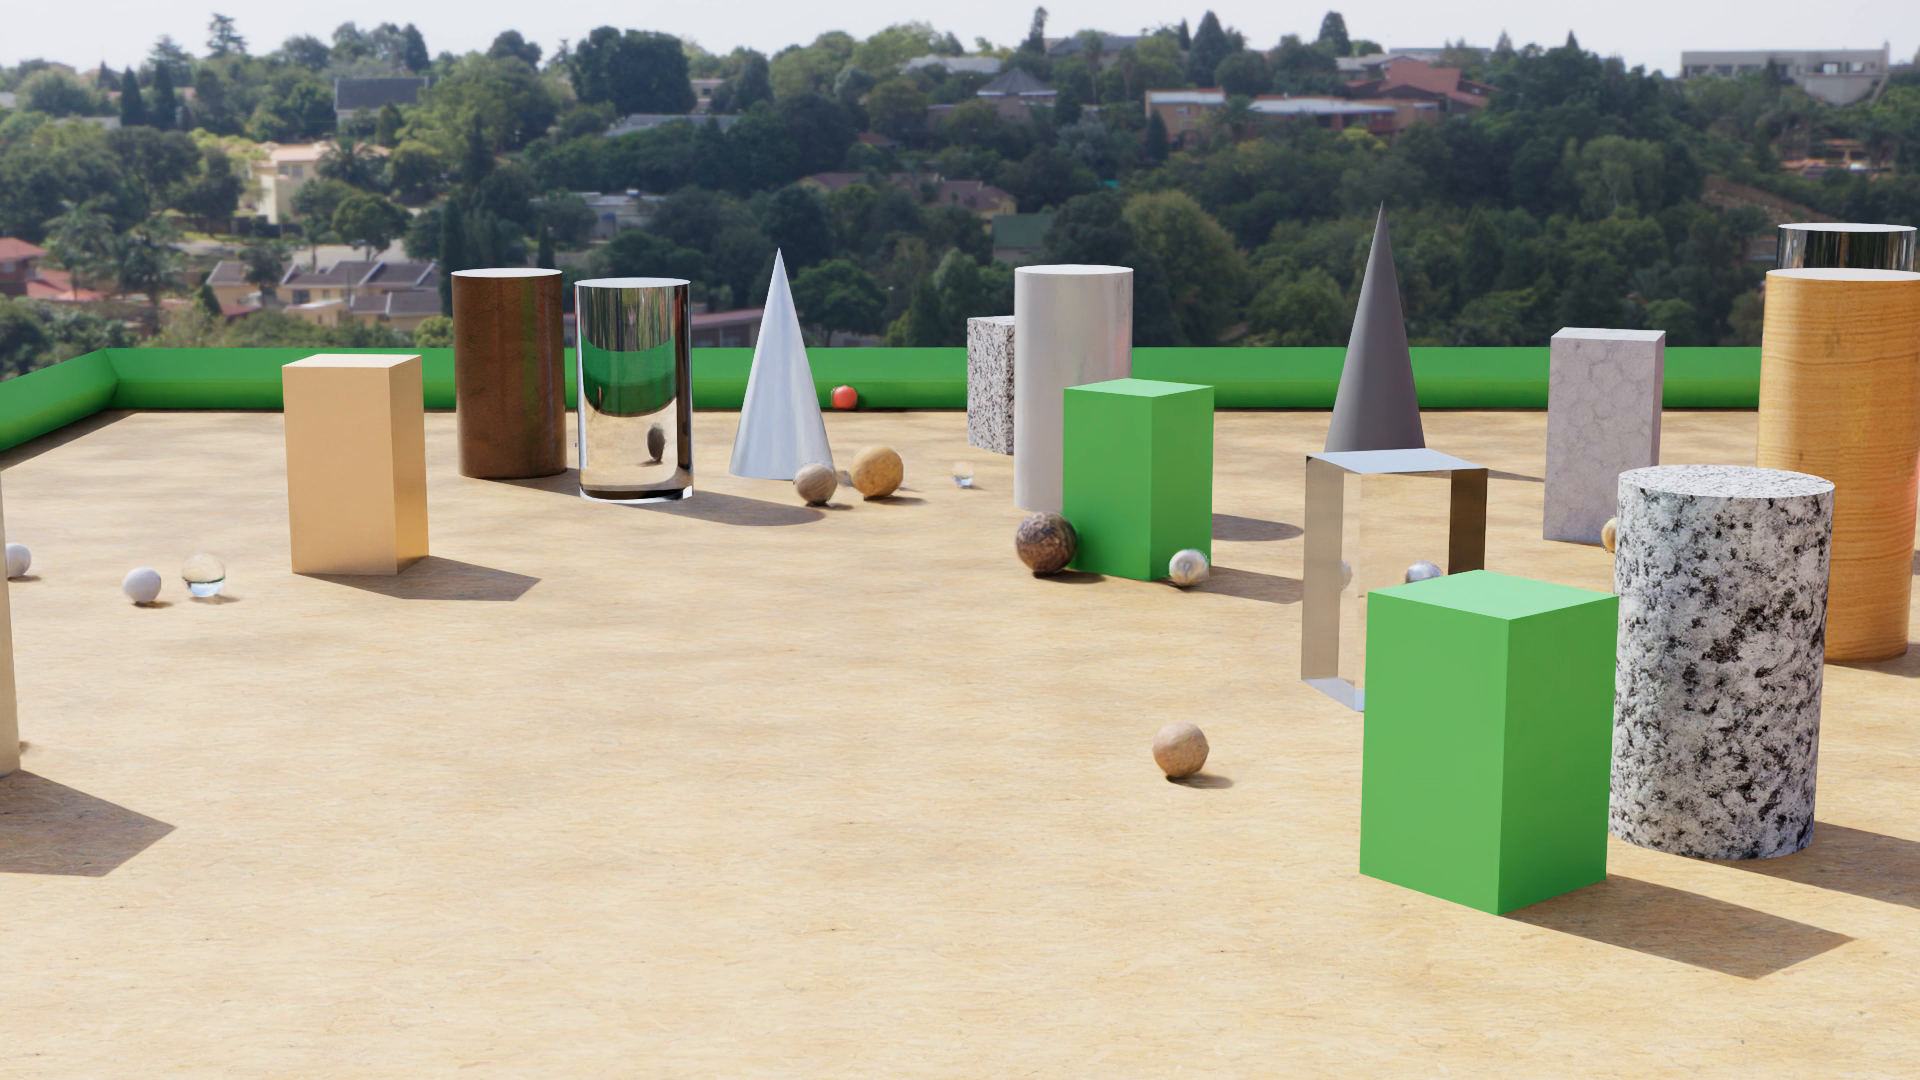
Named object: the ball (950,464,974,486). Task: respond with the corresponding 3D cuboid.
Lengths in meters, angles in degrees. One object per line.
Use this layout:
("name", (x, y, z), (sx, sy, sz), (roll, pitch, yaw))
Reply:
("ball", (0.004, -0.114, 4.484), (0.040, 0.040, 0.040), (0, 11, 0))

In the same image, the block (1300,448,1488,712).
("block", (0.504, 0.043, 2.996), (0.156, 0.274, 0.156), (-3, 11, -15))

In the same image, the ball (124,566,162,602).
("ball", (-1.119, 0.061, 3.513), (0.050, 0.050, 0.050), (0, 11, 0))

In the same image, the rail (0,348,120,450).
("rail", (-1.797, 0.035, 3.439), (0.045, 0.127, 4.187), (0, 11, 0))

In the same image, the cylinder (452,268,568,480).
("cylinder", (-0.810, -0.301, 4.618), (0.195, 0.359, 0.195), (0, 11, 0))

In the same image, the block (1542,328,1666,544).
("block", (1.005, -0.164, 4.000), (0.156, 0.315, 0.156), (4, 11, 20))

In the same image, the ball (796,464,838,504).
("ball", (-0.240, -0.093, 4.295), (0.068, 0.068, 0.068), (0, 11, 0))

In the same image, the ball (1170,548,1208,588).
("ball", (0.322, 0.040, 3.616), (0.054, 0.054, 0.054), (0, 11, 0))

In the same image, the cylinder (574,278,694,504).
("cylinder", (-0.555, -0.258, 4.376), (0.195, 0.362, 0.195), (0, 11, 0))

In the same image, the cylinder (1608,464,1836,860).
("cylinder", (0.720, 0.111, 2.445), (0.195, 0.340, 0.195), (0, 11, 0))

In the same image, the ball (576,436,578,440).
("ball", (-0.682, -0.191, 4.811), (0.072, 0.072, 0.072), (0, 11, 0))

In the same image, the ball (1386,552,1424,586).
("ball", (0.624, 0.043, 3.603), (0.052, 0.052, 0.052), (0, 11, 0))

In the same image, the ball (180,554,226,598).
("ball", (-1.047, 0.049, 3.549), (0.060, 0.060, 0.060), (0, 11, 0))

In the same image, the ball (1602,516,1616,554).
("ball", (0.994, -0.007, 3.857), (0.058, 0.058, 0.058), (0, 11, 0))

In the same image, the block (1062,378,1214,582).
("block", (0.260, -0.091, 3.745), (0.156, 0.265, 0.156), (8, 13, 38))

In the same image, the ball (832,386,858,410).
("ball", (-0.244, -0.302, 5.460), (0.053, 0.053, 0.053), (0, 11, 0))

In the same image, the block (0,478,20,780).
("block", (-1.072, 0.083, 2.590), (0.156, 0.344, 0.156), (2, 11, 8))

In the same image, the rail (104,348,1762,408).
("rail", (-0.012, -0.345, 5.484), (3.642, 0.127, 0.045), (0, 11, 0))

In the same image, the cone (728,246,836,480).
("cone", (-0.323, -0.326, 4.620), (0.195, 0.406, 0.195), (0, 11, 0))

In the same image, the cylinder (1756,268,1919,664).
("cylinder", (1.098, -0.097, 3.213), (0.195, 0.470, 0.195), (0, 11, 0))

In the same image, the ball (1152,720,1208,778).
("ball", (0.228, 0.216, 2.654), (0.058, 0.058, 0.058), (0, 11, 0))

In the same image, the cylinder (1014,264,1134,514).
("cylinder", (0.188, -0.252, 4.261), (0.195, 0.393, 0.195), (0, 11, 0))

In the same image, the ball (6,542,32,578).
("ball", (-1.361, 0.028, 3.688), (0.051, 0.051, 0.051), (0, 11, 0))

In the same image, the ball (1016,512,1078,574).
("ball", (0.125, 0.004, 3.712), (0.090, 0.090, 0.090), (0, 11, 0))

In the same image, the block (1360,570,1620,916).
("block", (0.474, 0.177, 2.307), (0.156, 0.262, 0.156), (-9, 14, -40))

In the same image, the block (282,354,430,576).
("block", (-0.883, -0.113, 3.761), (0.156, 0.302, 0.156), (1, 11, 5))

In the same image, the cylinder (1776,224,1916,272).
("cylinder", (1.315, -0.224, 3.849), (0.195, 0.488, 0.195), (0, 11, 0))

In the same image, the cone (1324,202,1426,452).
("cone", (0.773, -0.386, 4.735), (0.195, 0.483, 0.195), (0, 11, 0))

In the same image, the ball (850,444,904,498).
("ball", (-0.141, -0.117, 4.356), (0.092, 0.092, 0.092), (0, 11, 0))

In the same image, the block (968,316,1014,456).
("block", (0.120, -0.300, 4.924), (0.156, 0.246, 0.156), (-5, 12, -27))
